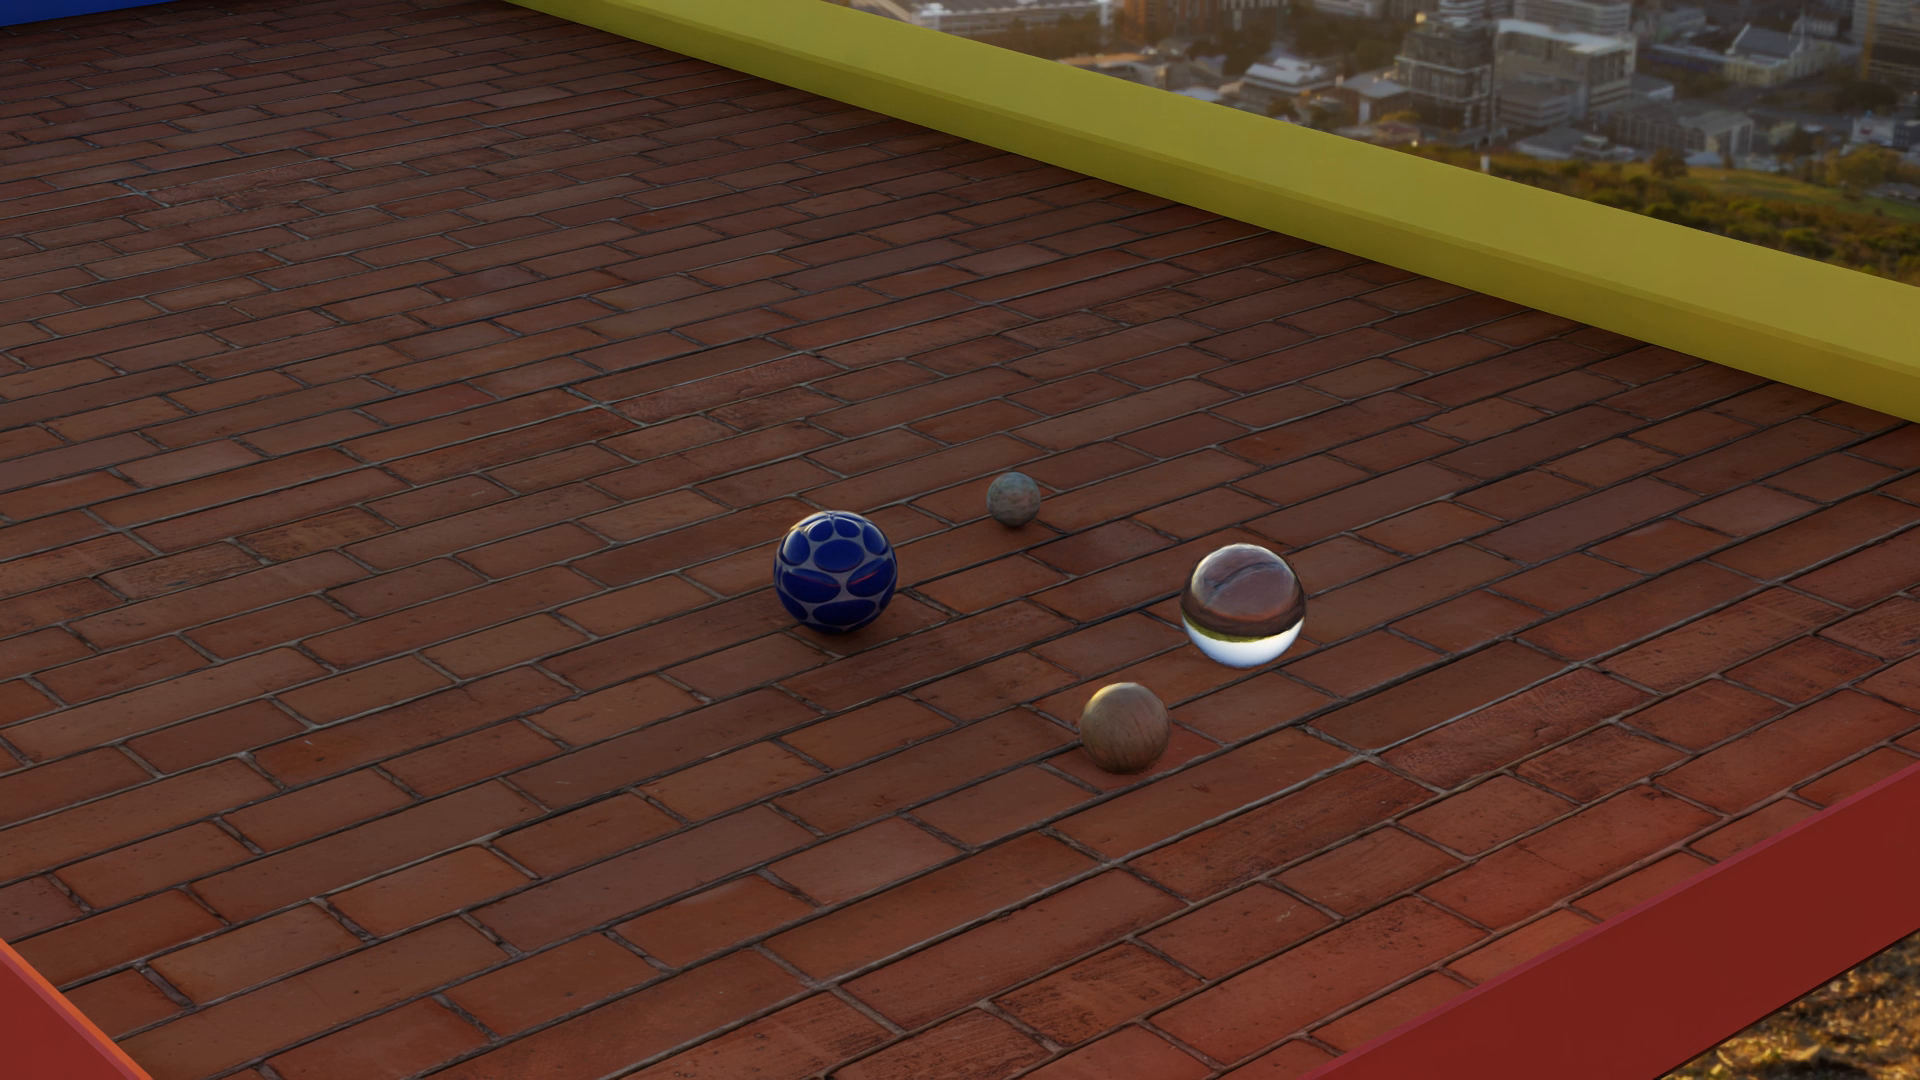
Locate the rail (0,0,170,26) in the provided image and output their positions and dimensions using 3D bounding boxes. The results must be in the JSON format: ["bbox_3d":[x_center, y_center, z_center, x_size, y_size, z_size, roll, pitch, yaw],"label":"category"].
[{"bbox_3d":[-1.634,-0.761,4.222,1.897,0.129,0.045,-18,28,-37],"label":"rail"}]

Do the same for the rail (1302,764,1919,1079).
[{"bbox_3d":[0.534,0.212,1.849,1.897,0.129,0.045,-18,28,-37],"label":"rail"}]

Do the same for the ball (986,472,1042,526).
[{"bbox_3d":[0.047,-0.035,2.563,0.048,0.048,0.048,0,22,0],"label":"ball"}]

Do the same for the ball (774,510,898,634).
[{"bbox_3d":[-0.099,0.025,2.347,0.099,0.099,0.099,0,22,0],"label":"ball"}]

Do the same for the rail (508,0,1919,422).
[{"bbox_3d":[0.156,-0.501,3.588,0.045,0.129,3.406,-18,28,-37],"label":"rail"}]

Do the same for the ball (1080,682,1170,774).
[{"bbox_3d":[0.119,0.135,2.123,0.065,0.065,0.065,0,22,0],"label":"ball"}]

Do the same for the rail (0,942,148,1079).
[{"bbox_3d":[-1.256,-0.048,2.483,0.045,0.129,3.406,-18,28,-37],"label":"rail"}]

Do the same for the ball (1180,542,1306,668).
[{"bbox_3d":[0.220,0.051,2.287,0.097,0.097,0.097,0,22,0],"label":"ball"}]
